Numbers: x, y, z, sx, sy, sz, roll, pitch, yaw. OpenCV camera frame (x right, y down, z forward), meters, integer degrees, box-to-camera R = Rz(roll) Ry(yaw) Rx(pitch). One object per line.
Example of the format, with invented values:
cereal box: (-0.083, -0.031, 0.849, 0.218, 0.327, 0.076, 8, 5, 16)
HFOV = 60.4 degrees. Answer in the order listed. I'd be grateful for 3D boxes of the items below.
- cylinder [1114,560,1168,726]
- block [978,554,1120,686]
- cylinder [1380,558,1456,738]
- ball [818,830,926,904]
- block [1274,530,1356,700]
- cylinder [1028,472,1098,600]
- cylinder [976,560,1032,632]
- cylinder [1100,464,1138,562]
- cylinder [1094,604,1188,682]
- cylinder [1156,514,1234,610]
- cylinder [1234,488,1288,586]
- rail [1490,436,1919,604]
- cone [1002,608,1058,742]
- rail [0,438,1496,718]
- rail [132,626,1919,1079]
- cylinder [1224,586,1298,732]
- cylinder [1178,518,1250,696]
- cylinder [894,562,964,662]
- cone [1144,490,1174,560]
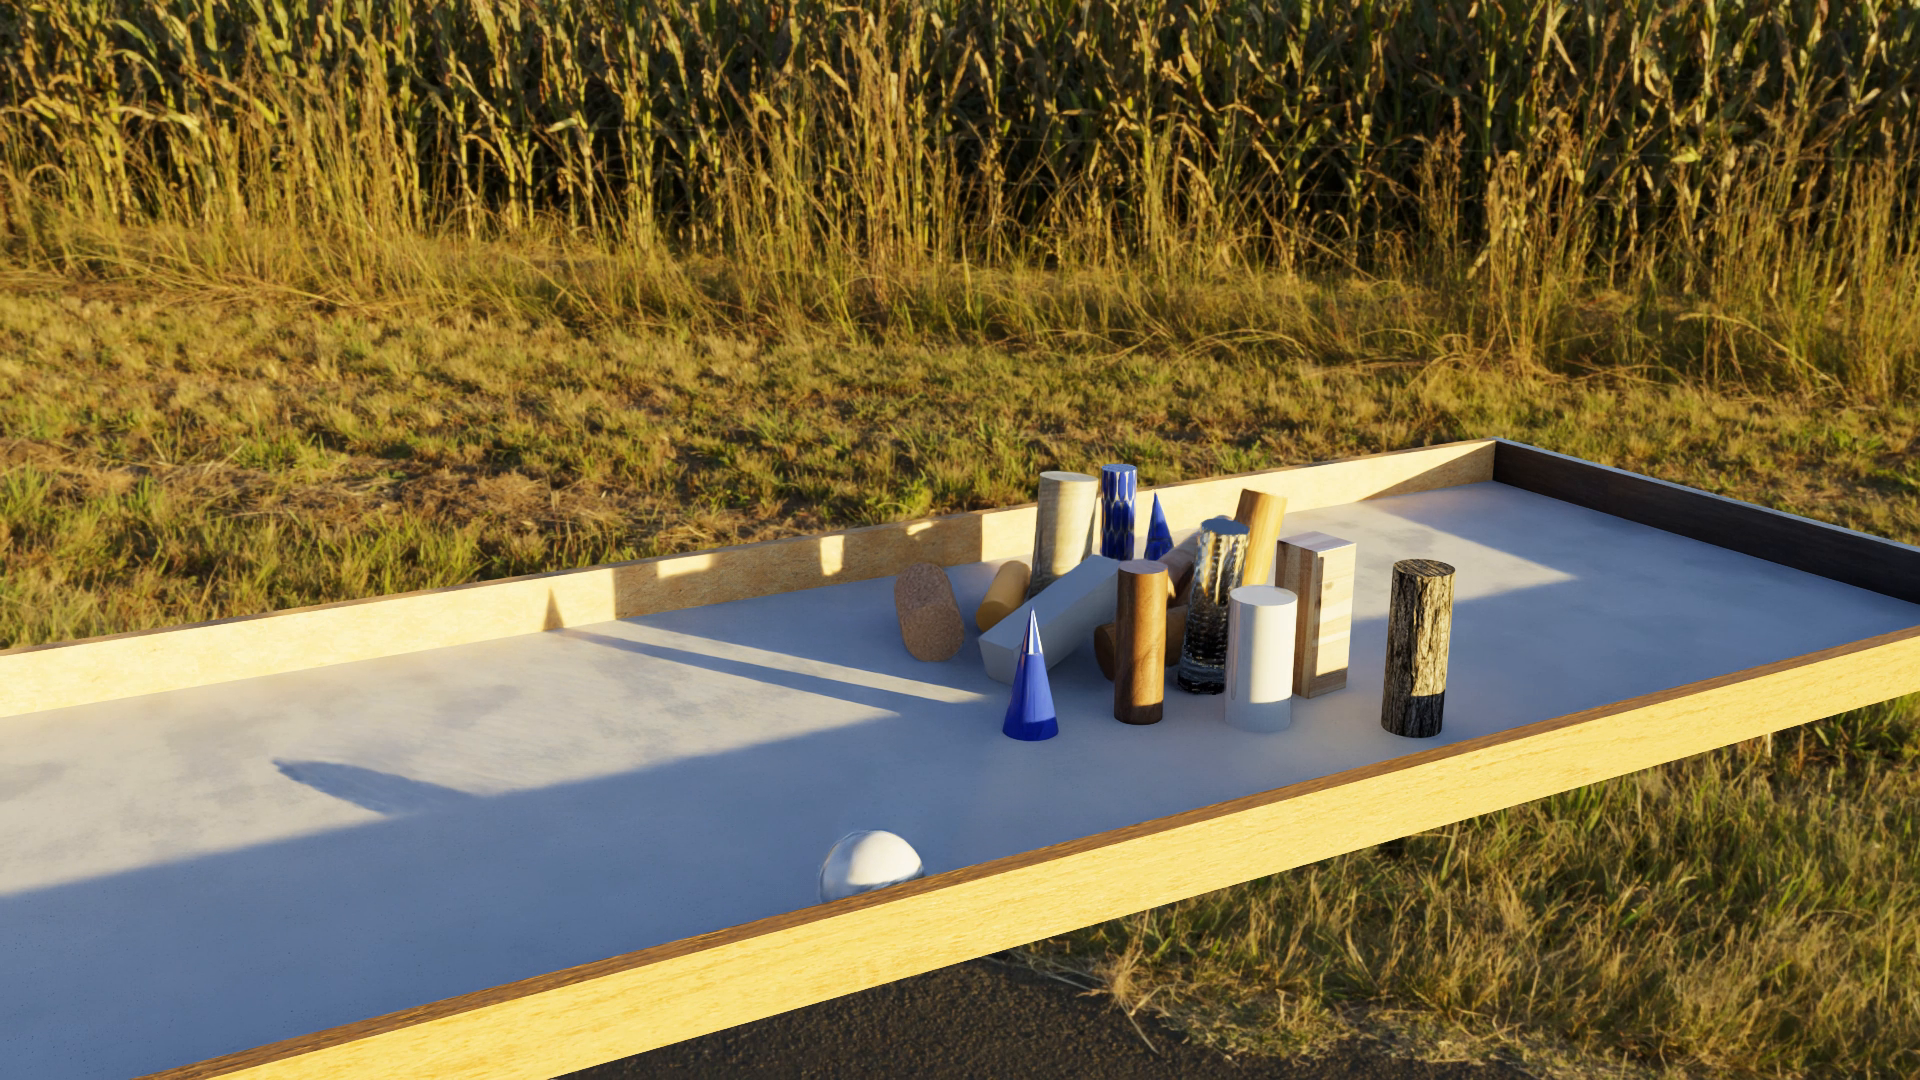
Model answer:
cylinder: (0.424, 0.240, 3.877, 0.116, 0.373, 0.116, 0, 16, 0)
block: (0.253, 0.204, 4.225, 0.121, 0.121, 0.448, 16, 40, 44)
cylinder: (1.058, 0.250, 3.813, 0.138, 0.390, 0.138, 0, 16, 0)
ball: (-0.156, 0.612, 2.930, 0.193, 0.193, 0.193, 0, 16, 0)
block: (0.868, 0.183, 4.066, 0.133, 0.375, 0.133, -11, 20, -34)
cylinder: (0.288, 0.011, 4.613, 0.165, 0.381, 0.165, 4, 11, -1)
cylinder: (0.128, 0.159, 4.631, 0.102, 0.102, 0.380, 3, 17, 10)
cylinder: (0.460, -0.033, 4.816, 0.103, 0.366, 0.103, 0, 16, 0)
cylinder: (0.564, 0.240, 4.194, 0.426, 0.143, 0.143, -13, 19, -16)
cylinder: (0.618, 0.097, 4.537, 0.417, 0.157, 0.157, -34, 34, -33)
cylinder: (0.760, 0.071, 4.381, 0.124, 0.395, 0.124, 14, 1, 0)
rail: (2.466, -0.048, 5.253, 0.050, 0.150, 2.100, -9, 18, -27)
cone: (0.165, 0.294, 3.803, 0.132, 0.311, 0.132, 0, 16, 0)
rail: (-3.305, 0.497, 3.399, 12.000, 0.150, 0.050, -9, 18, -27)
rail: (-2.336, 1.006, 1.665, 12.000, 0.150, 0.050, -9, 18, -27)
cylinder: (0.703, 0.277, 3.864, 0.155, 0.310, 0.155, 0, 16, 0)
cylinder: (0.620, 0.164, 4.035, 0.120, 0.418, 0.120, 5, 20, -2)
cylinder: (-0.085, 0.190, 4.428, 0.159, 0.159, 0.365, -2, 16, -5)
cone: (0.568, 0.012, 4.689, 0.160, 0.315, 0.160, -4, -6, 0)
